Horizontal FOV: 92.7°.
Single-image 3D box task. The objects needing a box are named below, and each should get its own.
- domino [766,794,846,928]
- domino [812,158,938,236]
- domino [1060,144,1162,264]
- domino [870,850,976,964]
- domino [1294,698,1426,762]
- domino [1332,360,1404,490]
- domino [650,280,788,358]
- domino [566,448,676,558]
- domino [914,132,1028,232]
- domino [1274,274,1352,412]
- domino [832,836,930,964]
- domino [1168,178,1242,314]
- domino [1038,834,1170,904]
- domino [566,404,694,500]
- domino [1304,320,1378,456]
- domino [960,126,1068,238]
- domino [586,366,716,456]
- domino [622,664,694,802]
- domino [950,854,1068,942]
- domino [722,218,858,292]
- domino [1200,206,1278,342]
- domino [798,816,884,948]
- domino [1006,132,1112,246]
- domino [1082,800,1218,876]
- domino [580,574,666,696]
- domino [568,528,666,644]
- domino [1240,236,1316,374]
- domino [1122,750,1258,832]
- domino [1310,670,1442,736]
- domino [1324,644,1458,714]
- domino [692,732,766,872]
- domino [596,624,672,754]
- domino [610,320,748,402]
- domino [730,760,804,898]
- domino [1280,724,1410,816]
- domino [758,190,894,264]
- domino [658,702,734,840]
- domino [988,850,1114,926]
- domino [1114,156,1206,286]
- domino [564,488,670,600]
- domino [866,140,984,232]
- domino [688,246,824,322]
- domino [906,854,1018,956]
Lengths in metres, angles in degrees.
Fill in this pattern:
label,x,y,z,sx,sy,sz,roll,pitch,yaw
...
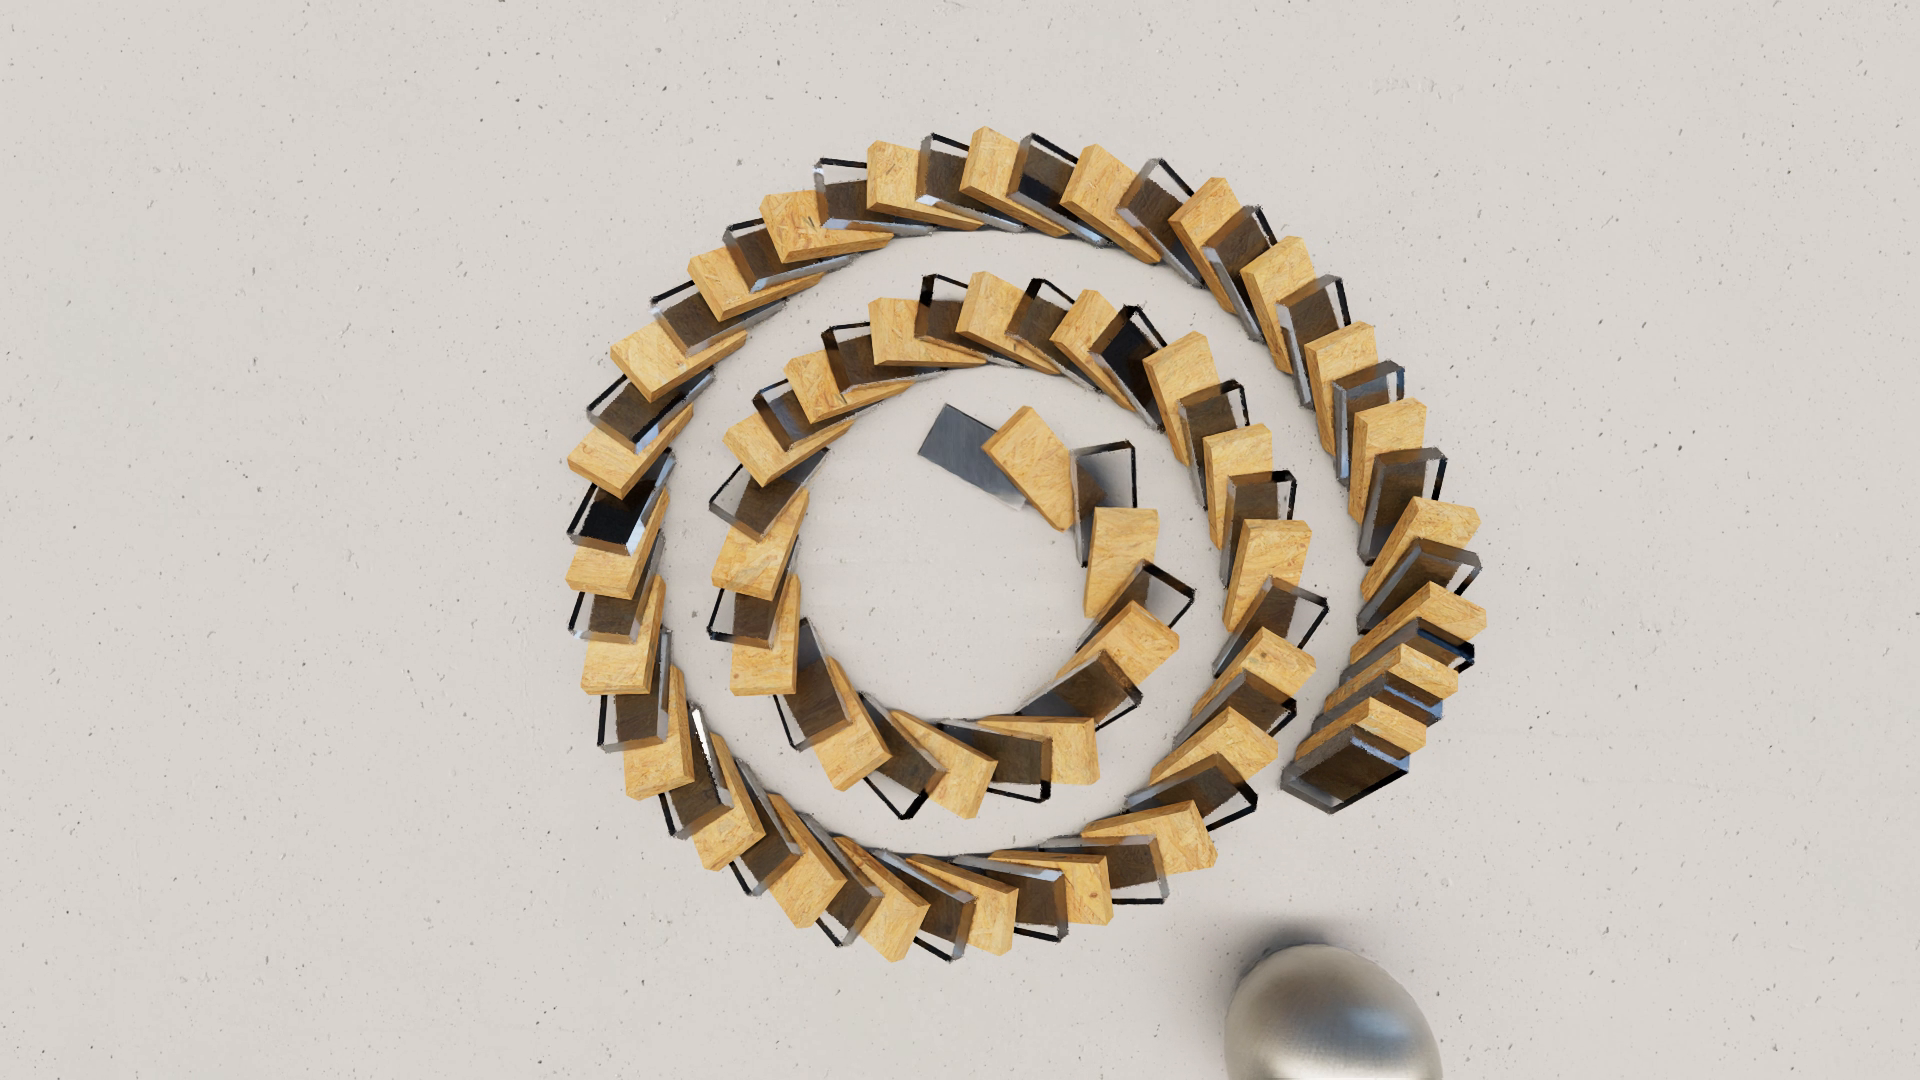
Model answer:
label,x,y,z,sx,sy,sz,roll,pitch,yaw
domino,-0.072,0.133,0.382,0.050,0.010,0.025,40,94,33
domino,-0.035,-0.143,0.383,0.050,0.010,0.025,-7,88,-31
domino,0.068,-0.140,0.384,0.050,0.010,0.025,23,90,-29
domino,-0.019,0.151,0.382,0.050,0.010,0.025,14,92,34
domino,0.164,0.085,0.378,0.025,0.050,0.010,27,51,0
domino,0.170,-0.047,0.381,0.025,0.010,0.050,-21,126,-1
domino,-0.101,-0.099,0.385,0.050,0.010,0.025,-36,90,-27
domino,-0.140,-0.019,0.382,0.025,0.009,0.050,12,59,3
domino,0.007,-0.149,0.383,0.050,0.009,0.025,6,90,-30
domino,0.151,-0.082,0.383,0.025,0.010,0.050,-29,120,-2
domino,-0.038,0.149,0.382,0.050,0.009,0.025,27,92,33
domino,0.110,-0.123,0.383,0.025,0.010,0.050,-45,121,0
domino,0.060,0.138,0.383,0.050,0.009,0.025,-13,91,30
domino,-0.137,-0.044,0.384,0.025,0.010,0.050,30,61,0
domino,0.162,-0.063,0.383,0.025,0.010,0.050,-24,120,0
domino,0.026,-0.149,0.383,0.050,0.009,0.025,14,88,-30
domino,-0.129,-0.061,0.383,0.025,0.010,0.050,35,61,1
domino,-0.127,0.080,0.382,0.025,0.009,0.050,-20,58,3
domino,0.020,0.149,0.382,0.050,0.009,0.025,-3,92,34
domino,-0.070,-0.123,0.382,0.050,0.010,0.025,-28,88,-32
domino,0.123,-0.111,0.382,0.025,0.009,0.050,-43,121,-1
domino,-0.057,0.141,0.382,0.050,0.010,0.025,35,91,33
domino,0.045,-0.146,0.383,0.050,0.010,0.025,17,87,-30
domino,0.079,0.127,0.383,0.050,0.010,0.025,-24,91,31
domino,-0.140,0.039,0.383,0.025,0.010,0.050,-2,59,0
domino,-0.143,0.018,0.384,0.025,0.010,0.050,6,60,0
domino,0.138,-0.098,0.383,0.025,0.009,0.050,-36,121,-3
domino,0.095,0.110,0.382,0.025,0.009,0.050,49,123,-4
domino,0.170,0.074,0.378,0.025,0.050,0.009,27,51,0
domino,0.176,0.064,0.378,0.025,0.050,0.009,27,51,0
domino,-0.102,0.108,0.382,0.025,0.010,0.050,-38,56,2
domino,-0.135,0.061,0.382,0.025,0.010,0.050,-11,59,3
domino,-0.117,-0.082,0.384,0.025,0.009,0.050,48,62,1
domino,-0.089,0.120,0.383,0.025,0.009,0.050,-43,58,0
domino,0.157,0.095,0.378,0.025,0.050,0.009,27,51,0
domino,-0.055,-0.132,0.382,0.050,0.009,0.025,-21,86,-32
domino,-0.114,0.095,0.382,0.025,0.010,0.050,-33,56,3
domino,0.038,0.145,0.384,0.050,0.009,0.025,-7,90,28
domino,0.091,-0.133,0.384,0.050,0.010,0.025,34,90,-27
domino,-0.142,-0.001,0.383,0.025,0.009,0.050,9,59,1
domino,-0.014,-0.147,0.383,0.050,0.009,0.025,1,89,-30
domino,-0.085,-0.112,0.383,0.050,0.010,0.025,-32,90,-30
domino,-0.001,0.151,0.382,0.050,0.009,0.025,7,90,33
